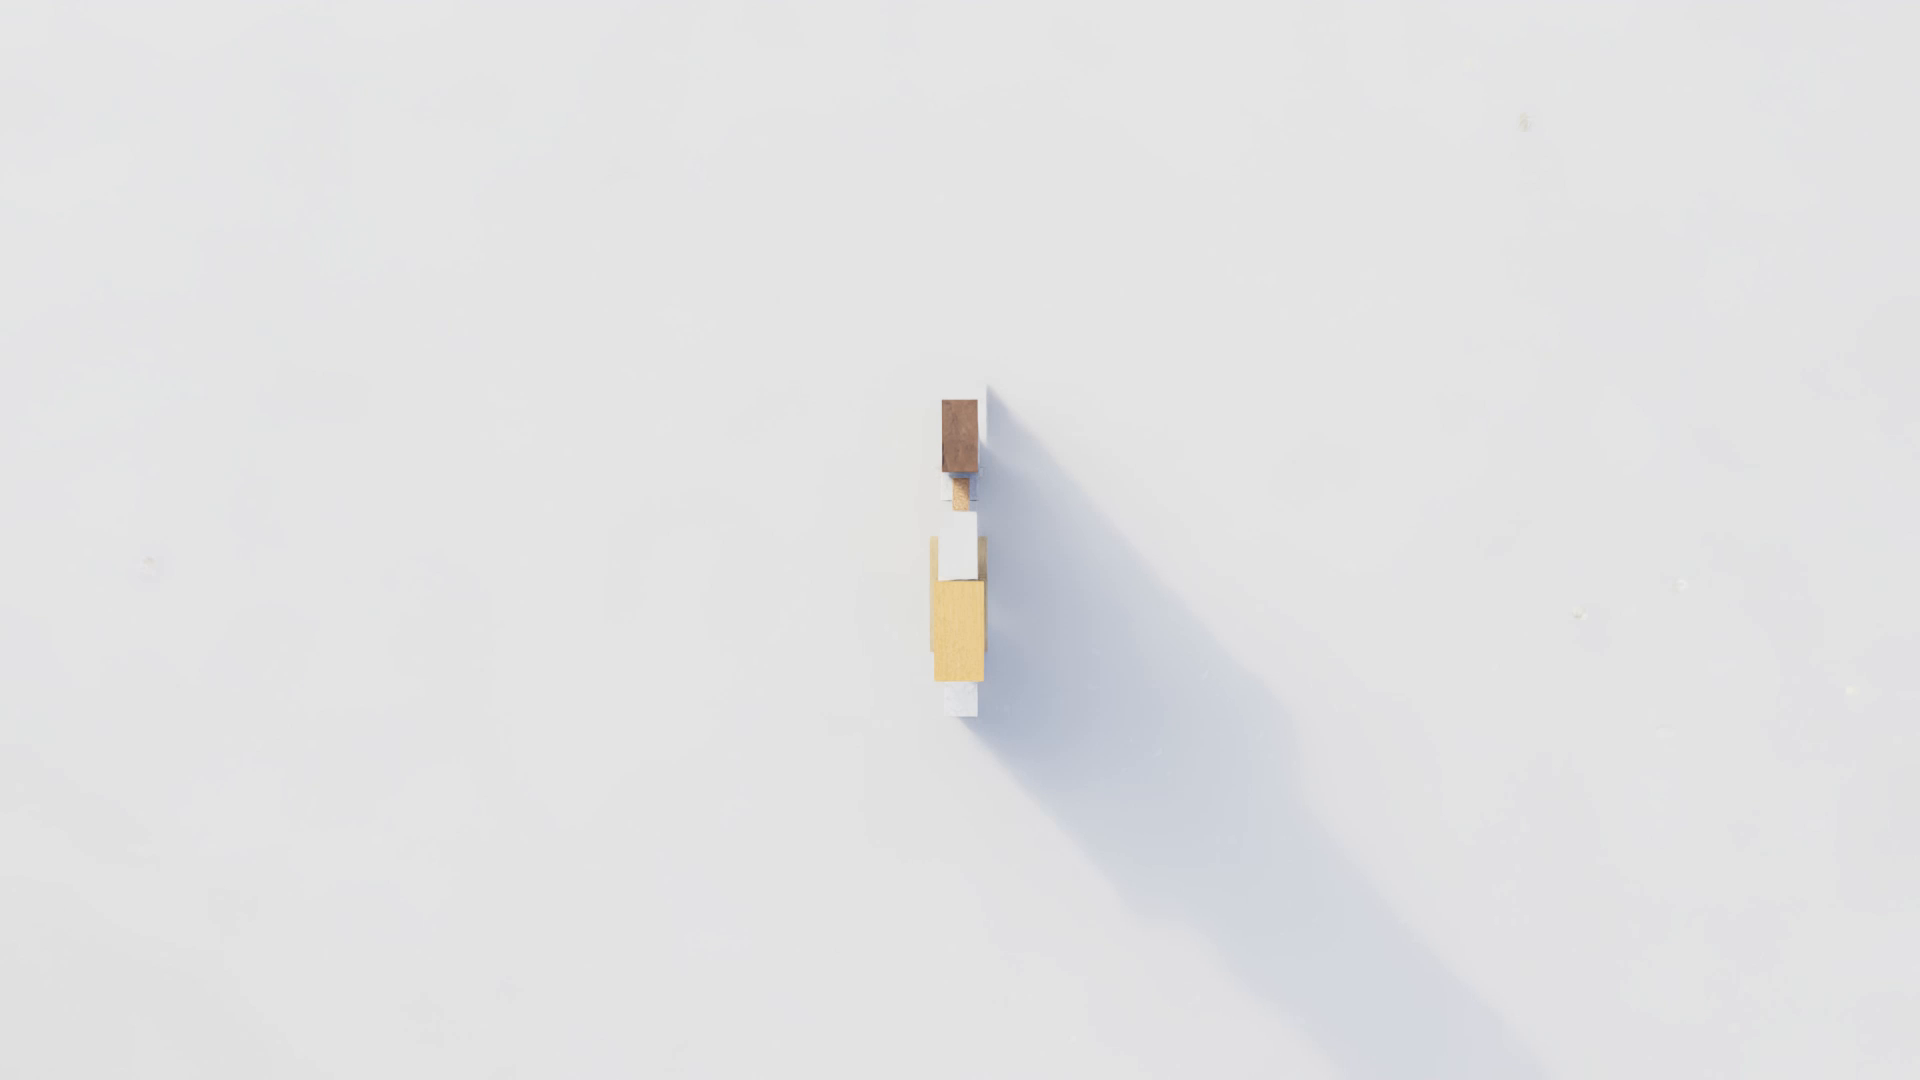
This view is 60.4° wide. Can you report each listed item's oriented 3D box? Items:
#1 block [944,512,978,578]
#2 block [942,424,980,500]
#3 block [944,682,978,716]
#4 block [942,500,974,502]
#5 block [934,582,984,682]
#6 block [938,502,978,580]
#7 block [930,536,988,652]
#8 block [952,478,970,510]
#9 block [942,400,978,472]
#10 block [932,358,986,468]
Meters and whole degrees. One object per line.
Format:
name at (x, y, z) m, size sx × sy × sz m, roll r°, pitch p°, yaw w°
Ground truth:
block at (0.001, 0.014, 4.628) m, size 0.094 × 0.027 × 0.187 m, roll 0°, pitch 90°, yaw 0°
block at (0.000, -0.229, 4.875) m, size 0.112 × 0.032 × 0.224 m, roll 0°, pitch 90°, yaw 0°
block at (0.003, 0.457, 5.274) m, size 0.106 × 0.030 × 0.211 m, roll 0°, pitch 90°, yaw 0°
block at (-0.004, -0.118, 5.282) m, size 0.102 × 0.029 × 0.203 m, roll 0°, pitch 90°, yaw 0°
block at (-0.002, 0.251, 4.550) m, size 0.137 × 0.039 × 0.275 m, roll 0°, pitch 90°, yaw 0°
block at (-0.005, 0.004, 4.844) m, size 0.116 × 0.033 × 0.231 m, roll 0°, pitch 90°, yaw 0°
block at (-0.005, 0.167, 5.117) m, size 0.179 × 0.051 × 0.357 m, roll 0°, pitch 90°, yaw 0°
block at (0.003, -0.131, 4.727) m, size 0.047 × 0.013 × 0.095 m, roll 0°, pitch 90°, yaw 0°
block at (-0.001, -0.292, 4.640) m, size 0.102 × 0.029 × 0.204 m, roll 0°, pitch 90°, yaw 0°
block at (-0.002, -0.394, 5.139) m, size 0.169 × 0.048 × 0.337 m, roll 0°, pitch 90°, yaw 0°
